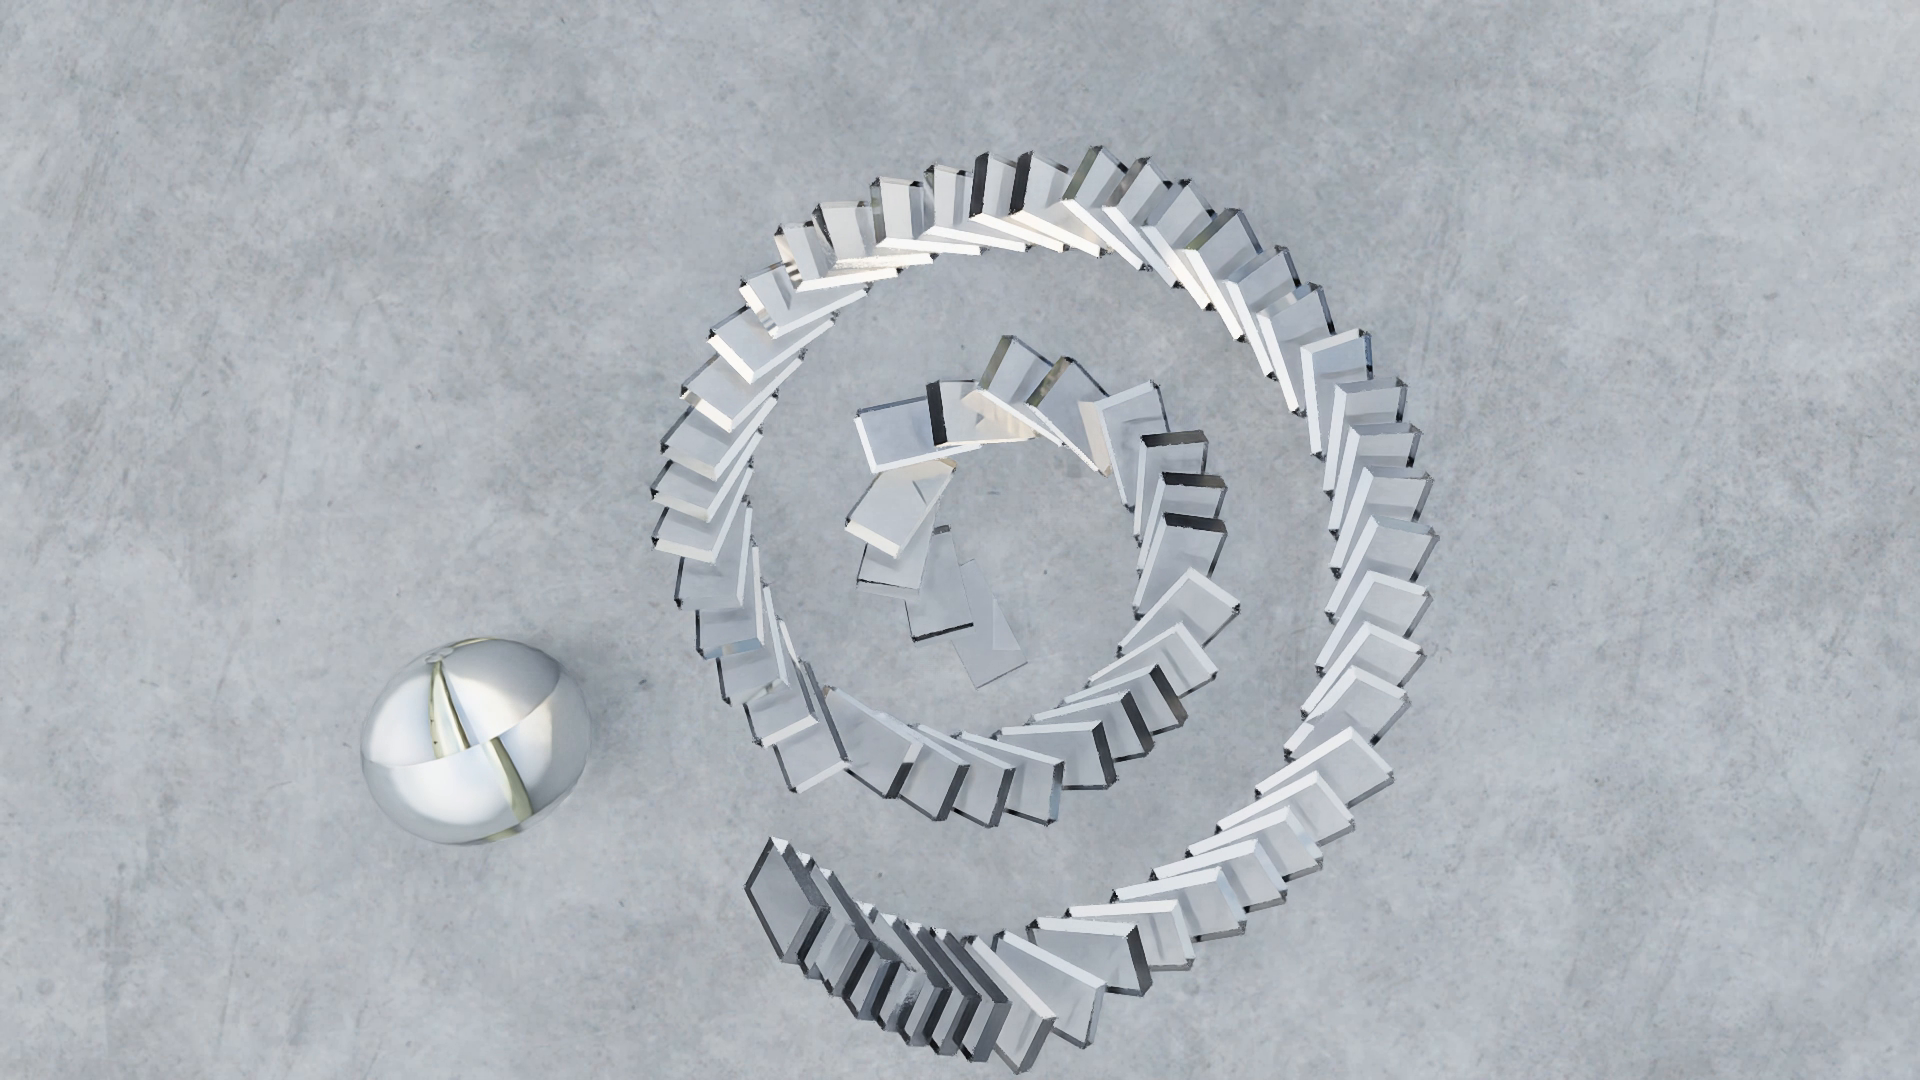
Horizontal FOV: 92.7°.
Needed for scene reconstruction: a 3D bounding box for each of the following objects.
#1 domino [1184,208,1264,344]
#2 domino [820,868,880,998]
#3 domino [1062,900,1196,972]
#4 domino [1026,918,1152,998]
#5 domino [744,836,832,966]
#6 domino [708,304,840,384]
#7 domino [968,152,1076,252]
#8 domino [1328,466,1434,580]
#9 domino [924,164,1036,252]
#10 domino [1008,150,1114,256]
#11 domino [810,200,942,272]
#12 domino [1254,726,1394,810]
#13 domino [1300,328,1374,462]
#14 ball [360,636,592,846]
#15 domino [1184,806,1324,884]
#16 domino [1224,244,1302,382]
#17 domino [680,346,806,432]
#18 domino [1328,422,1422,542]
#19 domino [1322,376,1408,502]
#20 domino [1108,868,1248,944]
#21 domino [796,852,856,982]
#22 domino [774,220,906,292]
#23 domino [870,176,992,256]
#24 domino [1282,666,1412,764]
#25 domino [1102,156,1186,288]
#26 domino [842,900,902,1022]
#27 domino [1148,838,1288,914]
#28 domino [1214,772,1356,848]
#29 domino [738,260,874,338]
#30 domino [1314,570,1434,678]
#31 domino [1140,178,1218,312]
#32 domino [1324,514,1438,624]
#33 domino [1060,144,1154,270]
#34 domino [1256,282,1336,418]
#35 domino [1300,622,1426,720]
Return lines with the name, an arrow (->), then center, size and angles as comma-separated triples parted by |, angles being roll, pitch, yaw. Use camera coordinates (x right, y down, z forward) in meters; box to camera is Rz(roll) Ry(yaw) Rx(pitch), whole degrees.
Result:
domino -> 0.116, -0.110, 0.383 | 0.025, 0.009, 0.050 | -44, 121, -2
domino -> -0.053, 0.160, 0.377 | 0.010, 0.050, 0.025 | 28, 90, -33
domino -> 0.070, 0.166, 0.384 | 0.050, 0.009, 0.025 | -17, 90, 30
domino -> 0.053, 0.172, 0.380 | 0.050, 0.010, 0.025 | -15, 90, 39
domino -> -0.072, 0.147, 0.377 | 0.009, 0.050, 0.025 | 28, 90, -33
domino -> -0.077, -0.090, 0.383 | 0.025, 0.009, 0.050 | 46, 60, 0
domino -> 0.028, -0.140, 0.382 | 0.050, 0.010, 0.025 | 7, 89, -34
domino -> 0.175, -0.006, 0.382 | 0.025, 0.010, 0.050 | 3, 123, -3
domino -> 0.009, -0.138, 0.383 | 0.050, 0.010, 0.025 | 0, 90, -31
domino -> 0.045, -0.139, 0.382 | 0.050, 0.010, 0.025 | 11, 87, -34
domino -> -0.034, -0.127, 0.381 | 0.050, 0.009, 0.025 | -16, 85, -32
domino -> 0.152, 0.103, 0.384 | 0.025, 0.010, 0.050 | 46, 117, 0
domino -> 0.159, -0.060, 0.384 | 0.025, 0.010, 0.050 | -18, 119, 0
ball -> -0.188, 0.078, 0.360 | 0.080, 0.080, 0.080 | 0, 90, 0
domino -> 0.122, 0.133, 0.382 | 0.050, 0.010, 0.025 | -36, 92, 31
domino -> 0.132, -0.094, 0.383 | 0.025, 0.010, 0.050 | -36, 121, 0
domino -> -0.090, -0.070, 0.383 | 0.025, 0.010, 0.050 | 36, 58, 1
domino -> 0.172, -0.024, 0.382 | 0.025, 0.009, 0.050 | -3, 123, -1
domino -> 0.168, -0.042, 0.382 | 0.025, 0.009, 0.050 | -8, 123, -1
domino -> 0.090, 0.155, 0.383 | 0.050, 0.009, 0.025 | -26, 94, 31
domino -> -0.062, 0.153, 0.377 | 0.009, 0.050, 0.025 | 28, 90, -33
domino -> -0.049, -0.120, 0.382 | 0.050, 0.010, 0.025 | -20, 87, -32
domino -> -0.012, -0.135, 0.383 | 0.050, 0.009, 0.025 | -6, 88, -31
domino -> 0.161, 0.078, 0.383 | 0.025, 0.009, 0.050 | 26, 119, -2
domino -> 0.084, -0.131, 0.382 | 0.050, 0.009, 0.025 | 36, 87, -32
domino -> -0.044, 0.170, 0.376 | 0.010, 0.050, 0.025 | 25, 88, -34
domino -> 0.107, 0.144, 0.382 | 0.050, 0.009, 0.025 | -31, 94, 31
domino -> 0.136, 0.120, 0.385 | 0.050, 0.010, 0.025 | -39, 90, 26
domino -> -0.064, -0.106, 0.384 | 0.050, 0.010, 0.025 | -35, 90, -29
domino -> 0.172, 0.039, 0.384 | 0.025, 0.010, 0.050 | 17, 119, 0
domino -> 0.099, -0.122, 0.382 | 0.050, 0.010, 0.025 | 40, 85, -32
domino -> 0.175, 0.015, 0.383 | 0.025, 0.010, 0.050 | 11, 122, -1
domino -> 0.068, -0.138, 0.383 | 0.050, 0.010, 0.025 | 29, 90, -32
domino -> 0.145, -0.079, 0.383 | 0.025, 0.009, 0.050 | -32, 120, 0
domino -> 0.168, 0.061, 0.384 | 0.025, 0.010, 0.050 | 24, 118, 0
